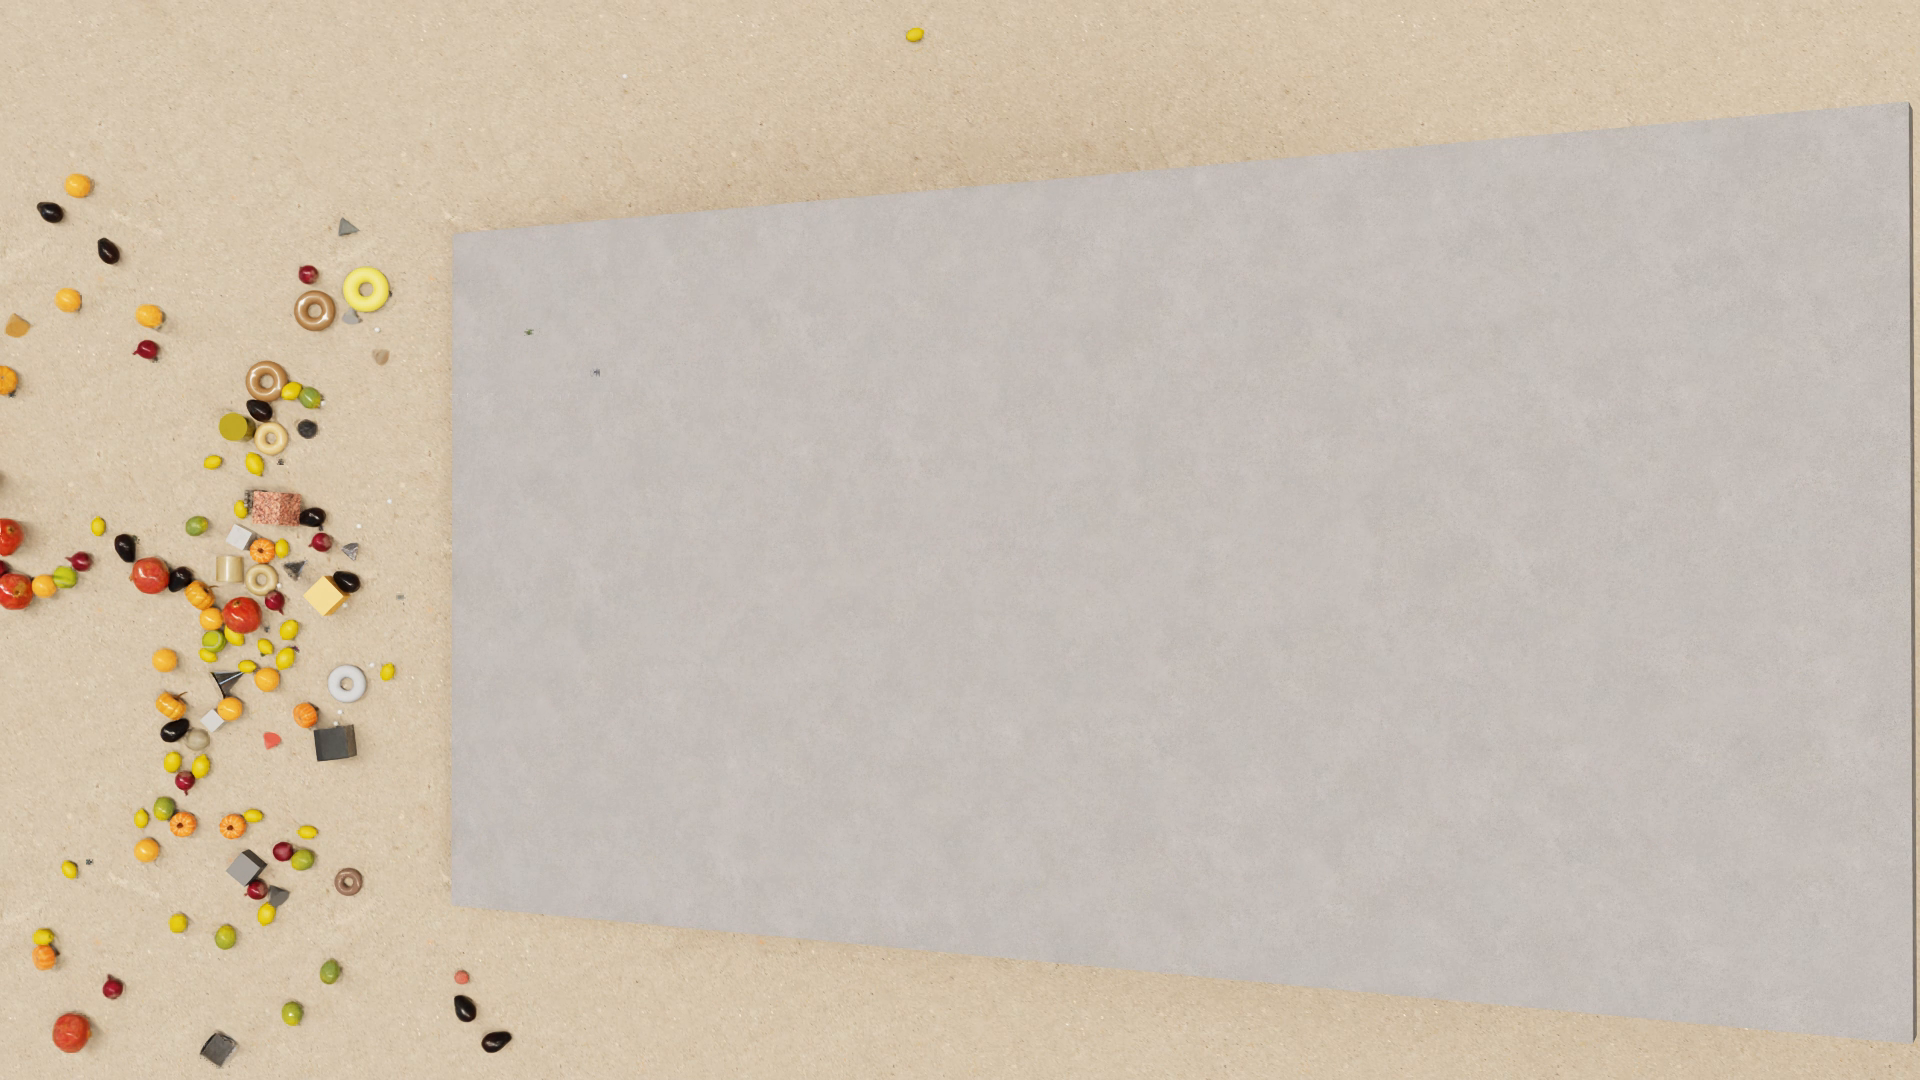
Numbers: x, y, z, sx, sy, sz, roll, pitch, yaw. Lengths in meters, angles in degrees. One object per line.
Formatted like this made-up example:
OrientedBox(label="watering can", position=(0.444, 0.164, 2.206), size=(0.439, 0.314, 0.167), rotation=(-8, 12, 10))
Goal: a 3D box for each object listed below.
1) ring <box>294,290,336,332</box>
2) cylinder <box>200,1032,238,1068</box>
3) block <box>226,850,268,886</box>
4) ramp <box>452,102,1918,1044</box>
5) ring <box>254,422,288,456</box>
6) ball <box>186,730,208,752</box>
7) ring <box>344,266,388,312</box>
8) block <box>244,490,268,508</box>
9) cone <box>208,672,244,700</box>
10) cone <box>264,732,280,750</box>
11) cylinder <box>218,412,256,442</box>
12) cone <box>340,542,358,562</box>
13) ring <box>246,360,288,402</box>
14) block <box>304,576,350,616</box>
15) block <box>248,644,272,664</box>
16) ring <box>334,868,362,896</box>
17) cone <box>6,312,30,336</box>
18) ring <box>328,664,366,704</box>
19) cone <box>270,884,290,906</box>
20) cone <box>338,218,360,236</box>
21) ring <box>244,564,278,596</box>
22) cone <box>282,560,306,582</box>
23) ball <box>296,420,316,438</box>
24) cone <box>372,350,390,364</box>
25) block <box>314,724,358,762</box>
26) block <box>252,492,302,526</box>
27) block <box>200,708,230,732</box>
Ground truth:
OrientedBox(label="ring", position=(-1.943, -0.690, 6.623), size=(0.125, 0.042, 0.125), rotation=(0, 88, -1))
OrientedBox(label="cylinder", position=(-2.219, 1.527, 6.582), size=(0.076, 0.076, 0.076), rotation=(33, 89, 0))
OrientedBox(label="block", position=(-2.137, 0.982, 6.589), size=(0.073, 0.073, 0.073), rotation=(40, 90, 0))
OrientedBox(label="ramp", position=(0.276, 0.077, 5.650), size=(4.000, 0.100, 2.000), rotation=(0, 89, 28))
OrientedBox(label="ring", position=(-2.075, -0.306, 6.623), size=(0.101, 0.034, 0.101), rotation=(0, 90, 1))
OrientedBox(label="ball", position=(-2.289, 0.602, 6.598), size=(0.065, 0.065, 0.065), rotation=(0, 89, 0))
OrientedBox(label="ring", position=(-1.789, -0.754, 6.621), size=(0.137, 0.046, 0.137), rotation=(0, 89, -1))
OrientedBox(label="block", position=(-2.117, -0.123, 6.611), size=(0.053, 0.053, 0.053), rotation=(1, 89, 0))
OrientedBox(label="cone", position=(-2.192, 0.416, 6.610), size=(0.096, 0.096, 0.096), rotation=(-28, 89, -27))
OrientedBox(label="cone", position=(-2.079, 0.615, 6.618), size=(0.052, 0.052, 0.052), rotation=(31, 116, 0))
OrientedBox(label="cylinder", position=(-2.167, -0.337, 6.597), size=(0.085, 0.085, 0.085), rotation=(0, 89, 0))
OrientedBox(label="cone", position=(-1.830, 0.045, 6.624), size=(0.054, 0.054, 0.054), rotation=(-13, 116, 0))
OrientedBox(label="ring", position=(-2.087, -0.477, 6.620), size=(0.127, 0.042, 0.127), rotation=(0, 88, 0))
OrientedBox(label="block", position=(-1.897, 0.167, 6.592), size=(0.085, 0.085, 0.085), rotation=(-44, 90, 0))
OrientedBox(label="block", position=(-2.103, 0.343, 6.616), size=(0.059, 0.059, 0.059), rotation=(-2, 89, 0))
OrientedBox(label="ring", position=(-1.839, 1.029, 6.612), size=(0.084, 0.028, 0.084), rotation=(0, 90, -1))
OrientedBox(label="cone", position=(-2.847, -0.662, 6.627), size=(0.069, 0.069, 0.069), rotation=(-27, 63, 0))
OrientedBox(label="ring", position=(-1.843, 0.433, 6.613), size=(0.116, 0.039, 0.116), rotation=(0, 91, 0))
OrientedBox(label="cone", position=(-2.060, 1.057, 6.611), size=(0.064, 0.064, 0.064), rotation=(-46, 63, 0))
OrientedBox(label="cone", position=(-1.838, -0.939, 6.633), size=(0.059, 0.059, 0.059), rotation=(9, 89, -26))
OrientedBox(label="ring", position=(-2.103, 0.120, 6.618), size=(0.099, 0.033, 0.099), rotation=(0, 90, -1))
OrientedBox(label="cone", position=(-1.991, 0.080, 6.620), size=(0.066, 0.066, 0.066), rotation=(48, 63, 0))
OrientedBox(label="ball", position=(-1.965, -0.335, 6.612), size=(0.056, 0.056, 0.056), rotation=(0, 89, 0))
OrientedBox(label="cone", position=(-1.758, -0.562, 6.631), size=(0.051, 0.051, 0.051), rotation=(32, 89, 27))
OrientedBox(label="block", position=(-1.869, 0.607, 6.583), size=(0.094, 0.094, 0.094), rotation=(-7, 89, 0))
OrientedBox(label="block", position=(-2.043, -0.094, 6.576), size=(0.096, 0.096, 0.096), rotation=(3, 89, 20))
OrientedBox(label="block", position=(-2.238, 0.541, 6.605), size=(0.051, 0.051, 0.051), rotation=(-44, 90, 0))
